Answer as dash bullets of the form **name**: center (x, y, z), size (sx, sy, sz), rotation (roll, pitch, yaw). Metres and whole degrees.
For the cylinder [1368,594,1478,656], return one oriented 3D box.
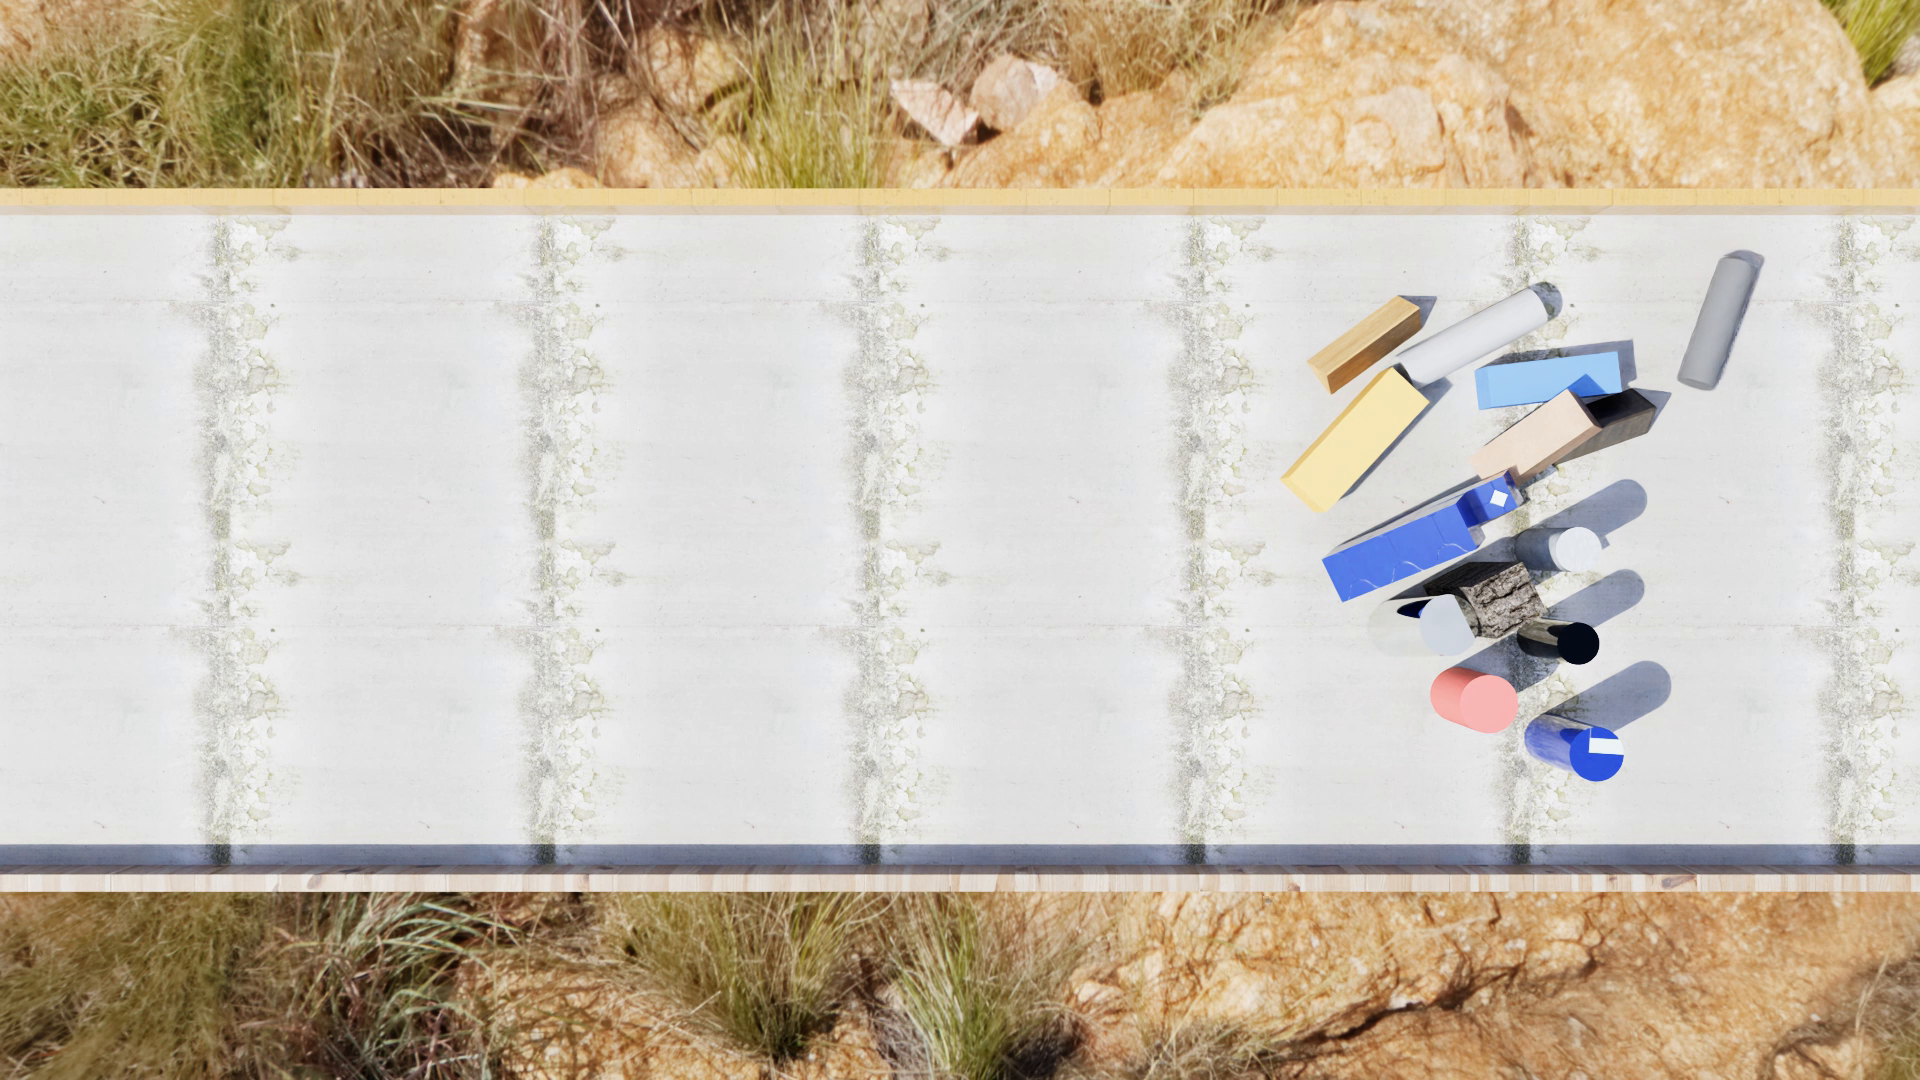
- **cylinder**: center (1.364, 0.256, 4.875), size (0.176, 0.382, 0.176), rotation (1, 86, -7)

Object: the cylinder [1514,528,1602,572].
- **cylinder**: center (1.772, 0.028, 4.900), size (0.130, 0.353, 0.130), rotation (0, 90, 0)

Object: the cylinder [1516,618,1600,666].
- **cylinder**: center (1.774, 0.298, 4.904), size (0.123, 0.344, 0.123), rotation (0, 90, 0)

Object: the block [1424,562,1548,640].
- **block**: center (1.538, 0.173, 4.853), size (0.162, 0.441, 0.162), rotation (-26, 90, -2)

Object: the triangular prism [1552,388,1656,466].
- **triangular prism**: center (1.945, -0.346, 5.011), size (0.307, 0.125, 0.144), rotation (-19, 90, 0)

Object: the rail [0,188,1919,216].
- **rail**: center (-2.247, -1.025, 5.002), size (12.000, 0.150, 0.050), rotation (0, 90, 0)

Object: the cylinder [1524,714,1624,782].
- **cylinder**: center (1.814, 0.611, 4.887), size (0.156, 0.379, 0.156), rotation (0, 90, 0)

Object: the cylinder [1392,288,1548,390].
- **cylinder**: center (1.548, -0.605, 5.014), size (0.453, 0.125, 0.125), rotation (-27, 90, 0)

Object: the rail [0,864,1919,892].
- **rail**: center (-2.247, 1.025, 5.001), size (12.000, 0.150, 0.050), rotation (0, 90, 0)

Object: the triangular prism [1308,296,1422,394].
- **triangular prism**: center (1.241, -0.599, 5.018), size (0.345, 0.110, 0.127), rotation (-36, 90, 0)

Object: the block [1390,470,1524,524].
- **block**: center (1.476, -0.078, 4.936), size (0.381, 0.102, 0.102), rotation (-27, 90, 30)

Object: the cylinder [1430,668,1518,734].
- **cylinder**: center (1.532, 0.476, 4.926), size (0.170, 0.301, 0.170), rotation (0, 90, 0)

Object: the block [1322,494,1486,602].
- **block**: center (1.317, 0.026, 4.904), size (0.433, 0.145, 0.145), rotation (-26, 91, 30)

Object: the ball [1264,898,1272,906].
- **ball**: center (9.991, 11.747, 53.537), size (0.256, 0.256, 0.256), rotation (0, 90, 0)

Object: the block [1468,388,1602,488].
- **block**: center (1.716, -0.287, 4.924), size (0.348, 0.132, 0.132), rotation (-39, 68, 26)

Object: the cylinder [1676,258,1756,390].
- **cylinder**: center (2.302, -0.656, 5.021), size (0.111, 0.111, 0.386), rotation (20, 90, 0)

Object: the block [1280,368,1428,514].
- **block**: center (1.192, -0.299, 5.000), size (0.153, 0.153, 0.450), rotation (43, 90, 0)

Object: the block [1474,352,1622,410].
- **block**: center (1.785, -0.483, 5.015), size (0.394, 0.123, 0.123), rotation (-7, 90, 0)
